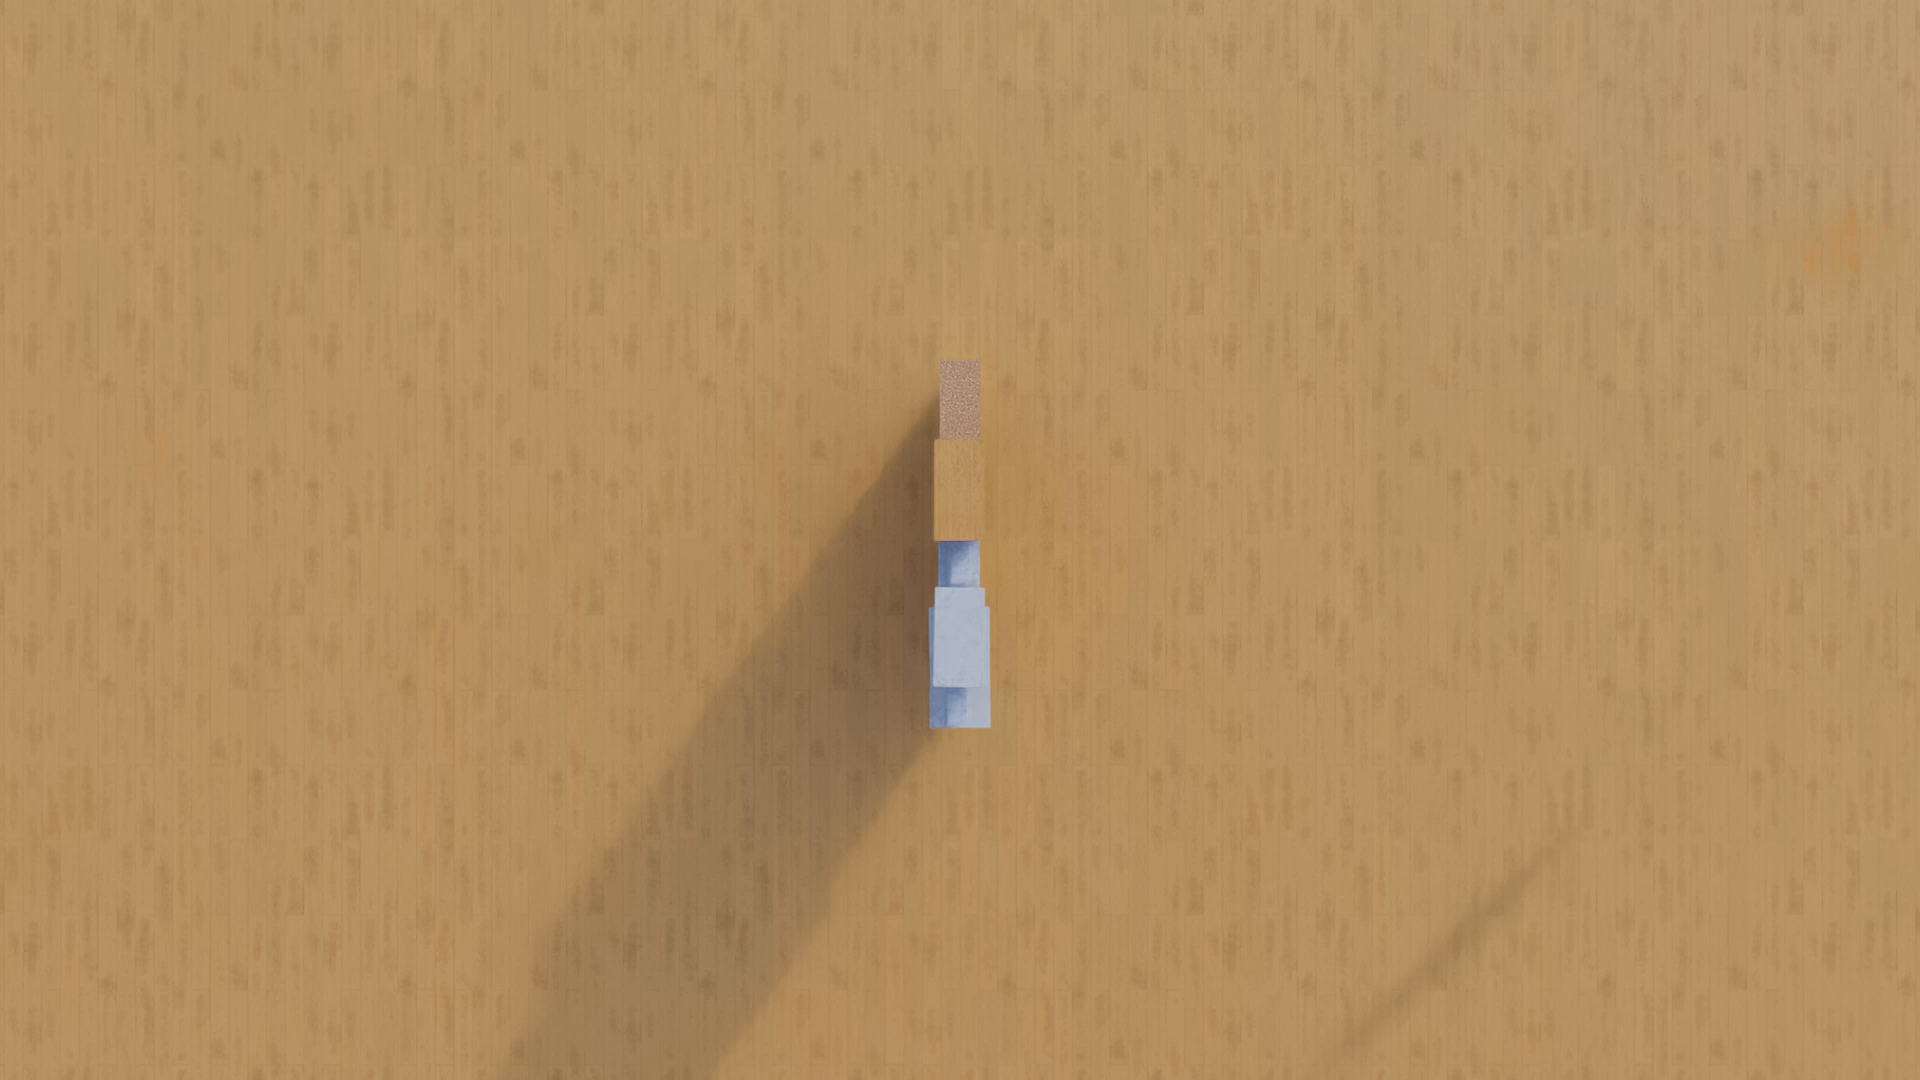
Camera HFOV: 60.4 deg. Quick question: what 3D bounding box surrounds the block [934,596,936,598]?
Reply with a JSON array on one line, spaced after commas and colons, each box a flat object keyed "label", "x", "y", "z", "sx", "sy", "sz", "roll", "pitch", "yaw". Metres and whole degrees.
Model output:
[{"label": "block", "x": -0.001, "y": 0.176, "z": 4.750, "sx": 0.136, "sy": 0.385, "sz": 0.039, "roll": 0, "pitch": 90, "yaw": 0}]

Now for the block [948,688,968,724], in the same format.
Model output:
[{"label": "block", "x": -0.007, "y": 0.467, "z": 4.705, "sx": 0.058, "sy": 0.016, "sz": 0.116, "roll": 1, "pitch": 90, "yaw": 1}]

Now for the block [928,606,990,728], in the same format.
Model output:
[{"label": "block", "x": -0.001, "y": 0.374, "z": 4.855, "sx": 0.177, "sy": 0.050, "sz": 0.355, "roll": 0, "pitch": 90, "yaw": 0}]

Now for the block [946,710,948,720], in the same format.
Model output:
[{"label": "block", "x": -0.011, "y": 0.506, "z": 4.771, "sx": 0.058, "sy": 0.116, "sz": 0.016, "roll": -1, "pitch": 90, "yaw": 1}]

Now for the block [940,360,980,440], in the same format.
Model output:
[{"label": "block", "x": 0.000, "y": -0.405, "z": 4.822, "sx": 0.120, "sy": 0.034, "sz": 0.239, "roll": 0, "pitch": 90, "yaw": 0}]

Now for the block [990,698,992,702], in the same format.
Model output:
[{"label": "block", "x": 0.004, "y": 0.491, "z": 5.057, "sx": 0.177, "sy": 0.355, "sz": 0.050, "roll": 0, "pitch": 90, "yaw": 0}]

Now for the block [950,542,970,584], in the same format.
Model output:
[{"label": "block", "x": 0.001, "y": 0.066, "z": 4.814, "sx": 0.060, "sy": 0.017, "sz": 0.120, "roll": 0, "pitch": 90, "yaw": 0}]

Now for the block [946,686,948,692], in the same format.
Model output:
[{"label": "block", "x": -0.009, "y": 0.428, "z": 4.771, "sx": 0.058, "sy": 0.116, "sz": 0.016, "roll": -1, "pitch": 90, "yaw": 0}]

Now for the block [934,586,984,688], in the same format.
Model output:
[{"label": "block", "x": -0.003, "y": 0.267, "z": 4.538, "sx": 0.136, "sy": 0.039, "sz": 0.273, "roll": 1, "pitch": 90, "yaw": 0}]

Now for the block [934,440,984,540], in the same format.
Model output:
[{"label": "block", "x": -0.003, "y": -0.140, "z": 4.639, "sx": 0.141, "sy": 0.040, "sz": 0.283, "roll": 0, "pitch": 90, "yaw": 0}]

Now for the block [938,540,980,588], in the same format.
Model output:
[{"label": "block", "x": -0.003, "y": 0.068, "z": 4.960, "sx": 0.124, "sy": 0.035, "sz": 0.247, "roll": 0, "pitch": 90, "yaw": 0}]
